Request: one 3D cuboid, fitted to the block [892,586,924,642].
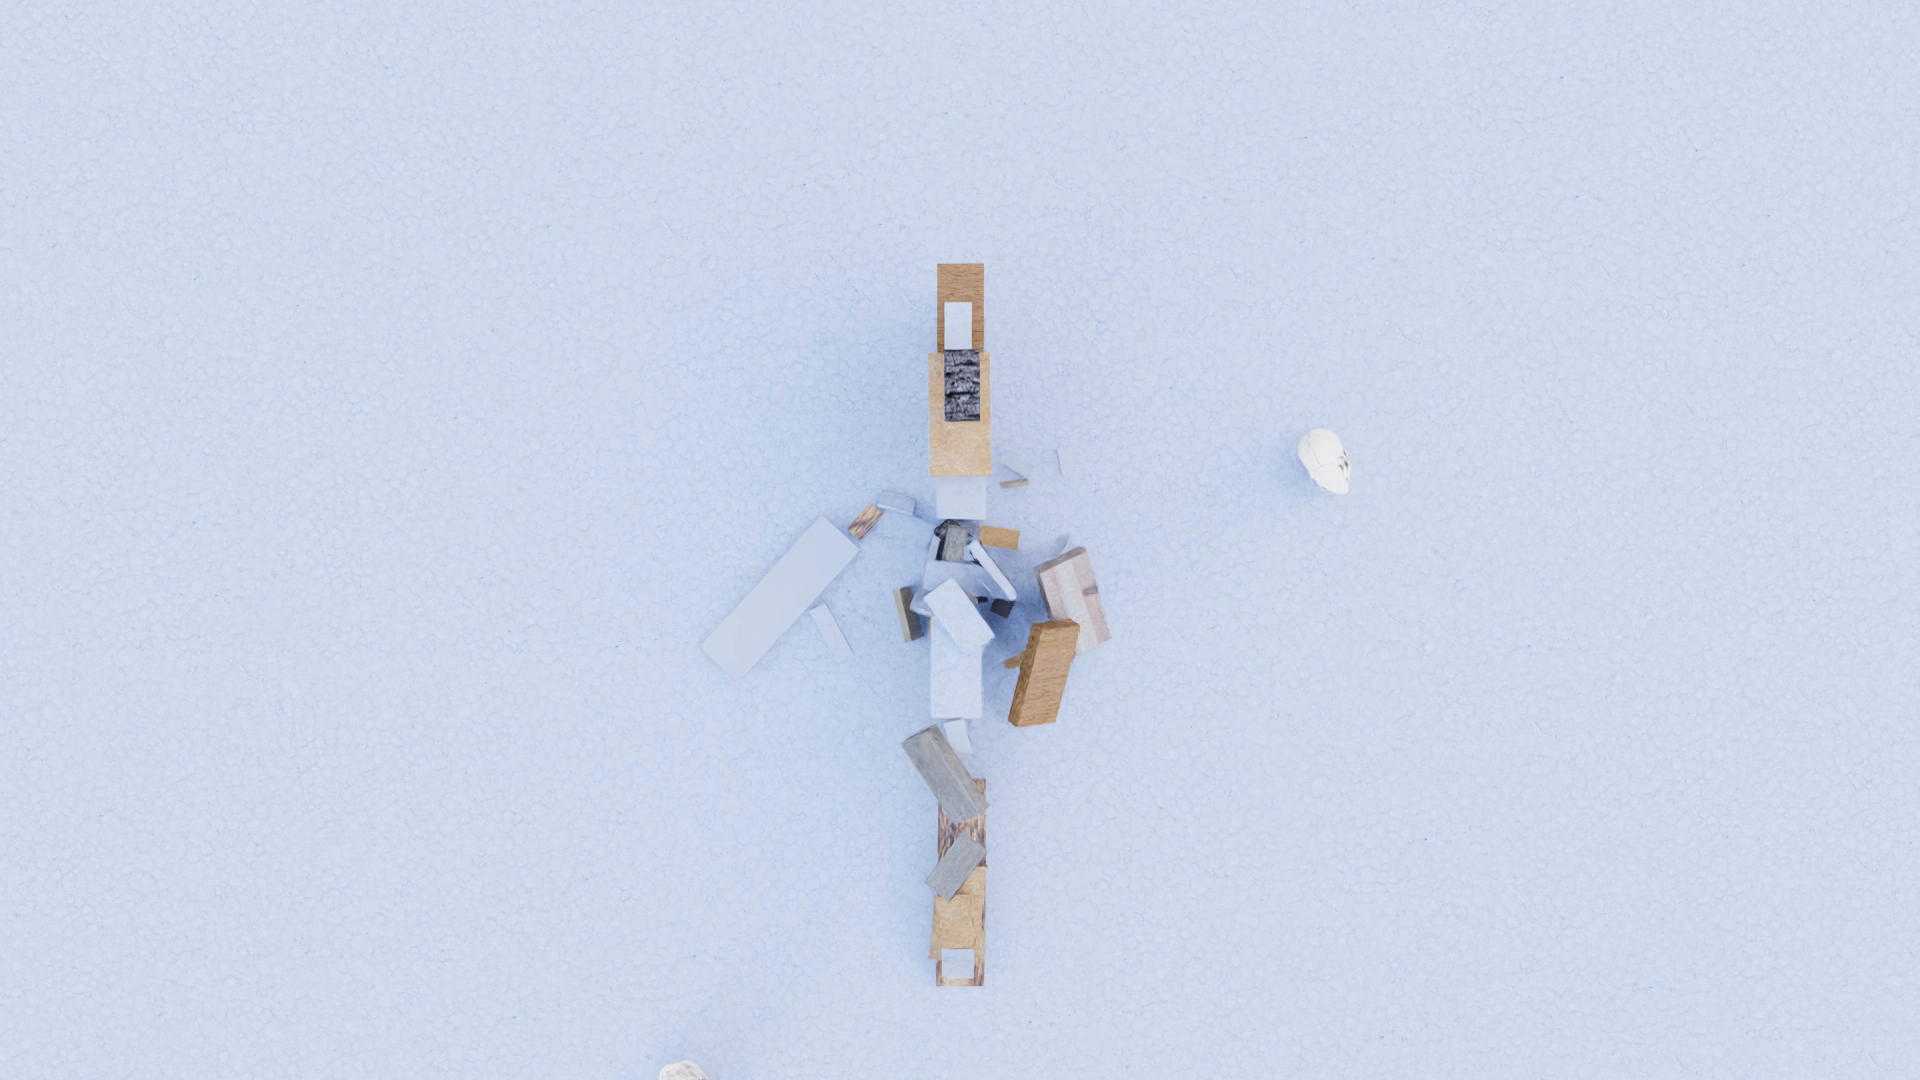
[{"bbox_3d":[-0.171,0.243,5.455,0.025,0.088,0.176,-14,90,27],"label":"block"}]

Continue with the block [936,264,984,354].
[{"bbox_3d":[0.001,-0.671,4.837,0.137,0.039,0.275,0,90,0],"label":"block"}]

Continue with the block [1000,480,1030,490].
[{"bbox_3d":[0.181,-0.185,5.475,0.096,0.048,0.014,-9,99,0],"label":"block"}]

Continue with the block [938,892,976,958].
[{"bbox_3d":[-0.009,1.260,5.389,0.104,0.029,0.208,-6,90,3],"label":"block"}]

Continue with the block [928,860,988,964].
[{"bbox_3d":[-0.007,1.222,5.426,0.160,0.045,0.320,6,91,3],"label":"block"}]

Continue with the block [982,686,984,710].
[{"bbox_3d":[-0.002,0.510,5.343,0.157,0.314,0.044,0,90,0],"label":"block"}]

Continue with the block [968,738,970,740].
[{"bbox_3d":[0.000,0.670,5.434,0.064,0.128,0.018,-2,92,4],"label":"block"}]

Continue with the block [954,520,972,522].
[{"bbox_3d":[0.002,-0.060,5.427,0.074,0.148,0.021,1,69,0],"label":"block"}]

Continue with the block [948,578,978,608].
[{"bbox_3d":[-0.003,0.181,5.279,0.114,0.228,0.032,37,96,-1],"label":"block"}]

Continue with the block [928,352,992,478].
[{"bbox_3d":[-0.001,-0.360,4.753,0.176,0.050,0.353,-1,90,0],"label":"block"}]

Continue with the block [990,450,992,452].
[{"bbox_3d":[0.005,-0.235,4.966,0.176,0.375,0.050,0,90,0],"label":"block"}]

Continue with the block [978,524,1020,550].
[{"bbox_3d":[0.130,-0.008,5.491,0.131,0.018,0.065,9,90,0],"label":"block"}]

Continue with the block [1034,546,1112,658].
[{"bbox_3d":[0.365,0.206,5.320,0.172,0.049,0.344,-25,119,-13],"label":"block"}]

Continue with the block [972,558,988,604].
[{"bbox_3d":[0.044,0.140,5.475,0.073,0.021,0.146,-11,79,-1],"label":"block"}]

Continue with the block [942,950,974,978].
[{"bbox_3d":[-0.008,1.377,5.358,0.104,0.208,0.029,1,58,0],"label":"block"}]

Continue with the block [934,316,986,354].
[{"bbox_3d":[0.001,-0.532,5.154,0.162,0.046,0.323,0,90,0],"label":"block"}]

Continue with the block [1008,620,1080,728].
[{"bbox_3d":[0.269,0.427,5.283,0.172,0.049,0.344,-3,113,-41],"label":"block"}]

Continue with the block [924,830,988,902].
[{"bbox_3d":[-0.012,1.064,5.377,0.104,0.029,0.208,37,83,15],"label":"block"}]

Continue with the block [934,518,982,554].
[{"bbox_3d":[-0.008,-0.007,5.404,0.074,0.021,0.149,-37,122,27],"label":"block"}]

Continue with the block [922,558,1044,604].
[{"bbox_3d":[0.113,0.141,5.439,0.475,0.028,0.099,8,92,-11],"label":"block"}]

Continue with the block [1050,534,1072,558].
[{"bbox_3d":[0.334,0.020,5.444,0.052,0.104,0.015,-12,119,29],"label":"block"}]

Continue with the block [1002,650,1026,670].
[{"bbox_3d":[0.245,0.369,5.401,0.199,0.099,0.028,-23,92,-35],"label":"block"}]

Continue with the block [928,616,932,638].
[{"bbox_3d":[-0.070,0.250,5.475,0.073,0.021,0.146,-4,78,0],"label":"block"}]

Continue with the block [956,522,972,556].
[{"bbox_3d":[0.003,0.004,5.443,0.074,0.021,0.148,0,132,0],"label":"block"}]

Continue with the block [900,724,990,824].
[{"bbox_3d":[-0.049,0.765,5.376,0.045,0.160,0.320,-35,91,-42],"label":"block"}]

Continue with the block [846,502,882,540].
[{"bbox_3d":[-0.315,-0.062,5.492,0.059,0.017,0.119,41,90,-1],"label":"block"}]

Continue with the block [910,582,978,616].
[{"bbox_3d":[-0.055,0.211,5.432,0.199,0.028,0.099,15,57,17],"label":"block"}]

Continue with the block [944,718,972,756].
[{"bbox_3d":[-0.007,0.638,5.342,0.064,0.018,0.128,-10,111,7],"label":"block"}]

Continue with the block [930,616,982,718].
[{"bbox_3d":[-0.012,0.397,5.163,0.157,0.044,0.314,0,90,0],"label":"block"}]

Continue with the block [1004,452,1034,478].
[{"bbox_3d":[0.196,-0.249,5.493,0.096,0.014,0.048,29,90,0],"label":"block"}]

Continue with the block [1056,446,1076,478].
[{"bbox_3d":[0.356,-0.261,5.493,0.048,0.014,0.096,-11,90,0],"label":"block"}]

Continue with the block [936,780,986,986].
[{"bbox_3d":[0.004,1.137,5.477,0.160,0.045,0.678,0,90,0],"label":"block"}]

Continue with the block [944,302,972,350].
[{"bbox_3d":[-0.005,-0.593,4.656,0.076,0.021,0.151,0,90,0],"label":"block"}]

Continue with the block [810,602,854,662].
[{"bbox_3d":[-0.427,0.308,5.492,0.059,0.017,0.198,-29,90,0],"label":"block"}]

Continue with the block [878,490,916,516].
[{"bbox_3d":[-0.209,-0.125,5.476,0.119,0.017,0.059,15,56,0],"label":"block"}]

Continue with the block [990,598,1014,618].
[{"bbox_3d":[0.155,0.189,5.491,0.065,0.018,0.131,25,90,0],"label":"block"}]

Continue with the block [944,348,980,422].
[{"bbox_3d":[0.006,-0.424,4.519,0.098,0.028,0.195,-1,90,0],"label":"block"}]

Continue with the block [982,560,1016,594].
[{"bbox_3d":[0.128,0.124,5.418,0.104,0.015,0.052,-45,100,-5],"label":"block"}]

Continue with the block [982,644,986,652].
[{"bbox_3d":[0.001,0.339,5.343,0.157,0.314,0.044,-9,90,0],"label":"block"}]

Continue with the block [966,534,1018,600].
[{"bbox_3d":[0.103,0.088,5.317,0.032,0.114,0.228,-38,99,3],"label":"block"}]

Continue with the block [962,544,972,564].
[{"bbox_3d":[0.009,0.051,5.430,0.052,0.015,0.104,-9,130,7],"label":"block"}]

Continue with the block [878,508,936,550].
[{"bbox_3d":[-0.177,-0.041,5.488,0.176,0.025,0.088,23,90,0],"label":"block"}]

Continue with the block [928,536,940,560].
[{"bbox_3d":[-0.094,0.058,5.456,0.025,0.088,0.176,14,90,0],"label":"block"}]

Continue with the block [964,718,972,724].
[{"bbox_3d":[0.005,0.587,5.436,0.064,0.128,0.018,0,90,0],"label":"block"}]

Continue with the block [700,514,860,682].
[{"bbox_3d":[-0.595,0.193,5.476,0.172,0.049,0.595,43,90,0],"label":"block"}]

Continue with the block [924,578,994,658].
[{"bbox_3d":[-0.003,0.240,5.125,0.114,0.032,0.228,-36,84,-4],"label":"block"}]

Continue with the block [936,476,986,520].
[{"bbox_3d":[0.006,-0.217,5.175,0.152,0.043,0.303,1,90,0],"label":"block"}]

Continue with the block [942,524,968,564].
[{"bbox_3d":[-0.016,0.013,5.377,0.065,0.018,0.131,8,123,-5],"label":"block"}]
